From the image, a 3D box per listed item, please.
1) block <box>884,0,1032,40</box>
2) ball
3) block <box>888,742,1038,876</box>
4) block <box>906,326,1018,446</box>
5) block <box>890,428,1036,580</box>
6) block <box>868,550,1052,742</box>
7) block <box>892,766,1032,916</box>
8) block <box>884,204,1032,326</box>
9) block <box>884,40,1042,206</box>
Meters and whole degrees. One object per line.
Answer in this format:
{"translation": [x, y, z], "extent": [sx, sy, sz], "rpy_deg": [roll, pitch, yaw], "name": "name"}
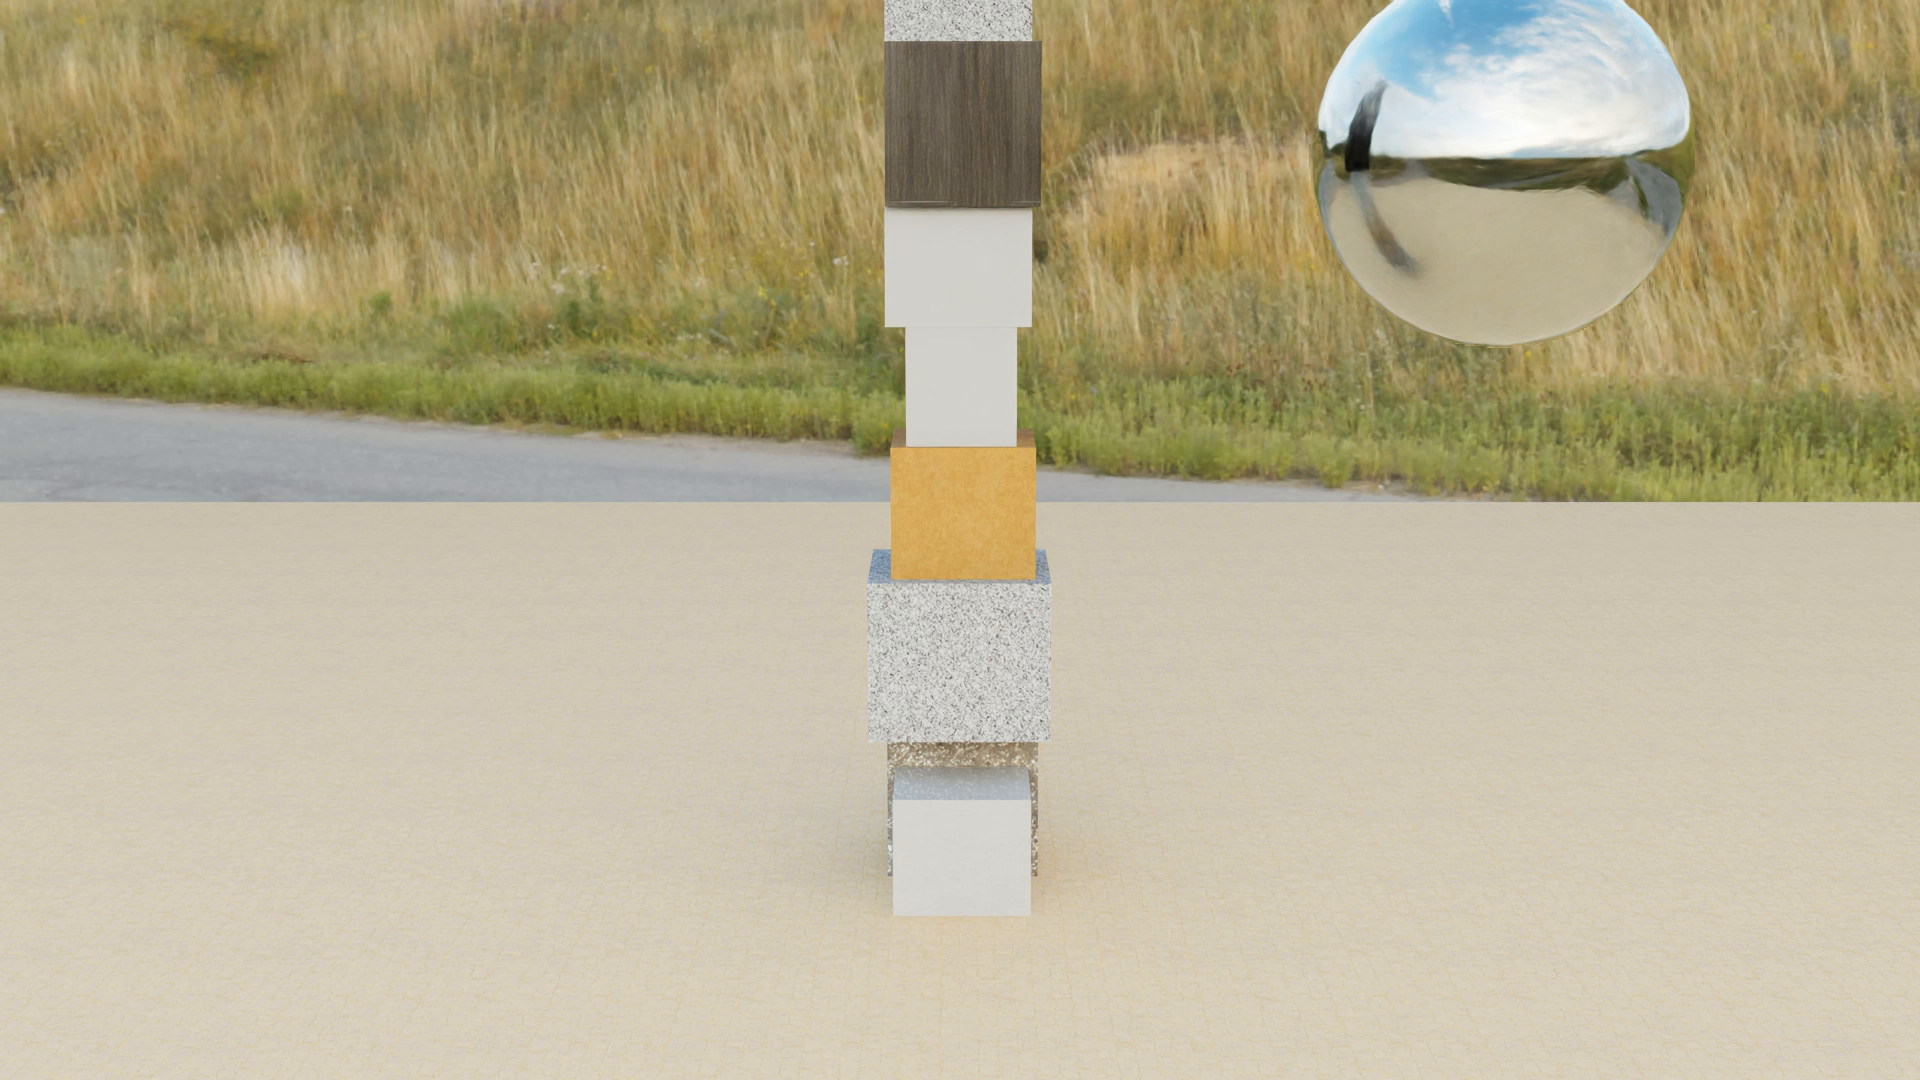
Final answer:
{"translation": [-0.007, -2.343, 10.754], "extent": [0.605, 0.500, 0.579], "rpy_deg": [0, 10, 0], "name": "block"}
{"translation": [2.295, -1.627, 10.884], "extent": [1.600, 1.600, 1.600], "rpy_deg": [0, 10, 0], "name": "ball"}
{"translation": [0.012, 1.085, 11.652], "extent": [0.663, 0.697, 0.704], "rpy_deg": [0, 10, 0], "name": "block"}
{"translation": [0.006, -0.691, 11.055], "extent": [0.467, 0.507, 0.518], "rpy_deg": [0, 10, 0], "name": "block"}
{"translation": [0.014, -0.164, 11.150], "extent": [0.614, 0.564, 0.604], "rpy_deg": [0, 10, 0], "name": "block"}
{"translation": [-0.003, 0.452, 11.262], "extent": [0.777, 0.688, 0.796], "rpy_deg": [0, 10, 0], "name": "block"}
{"translation": [0.008, 1.291, 11.052], "extent": [0.581, 0.506, 0.530], "rpy_deg": [0, 10, 0], "name": "block"}
{"translation": [-0.007, -1.188, 10.964], "extent": [0.614, 0.504, 0.536], "rpy_deg": [0, 10, 0], "name": "block"}
{"translation": [0.012, -1.766, 10.859], "extent": [0.644, 0.671, 0.665], "rpy_deg": [0, 10, 0], "name": "block"}
